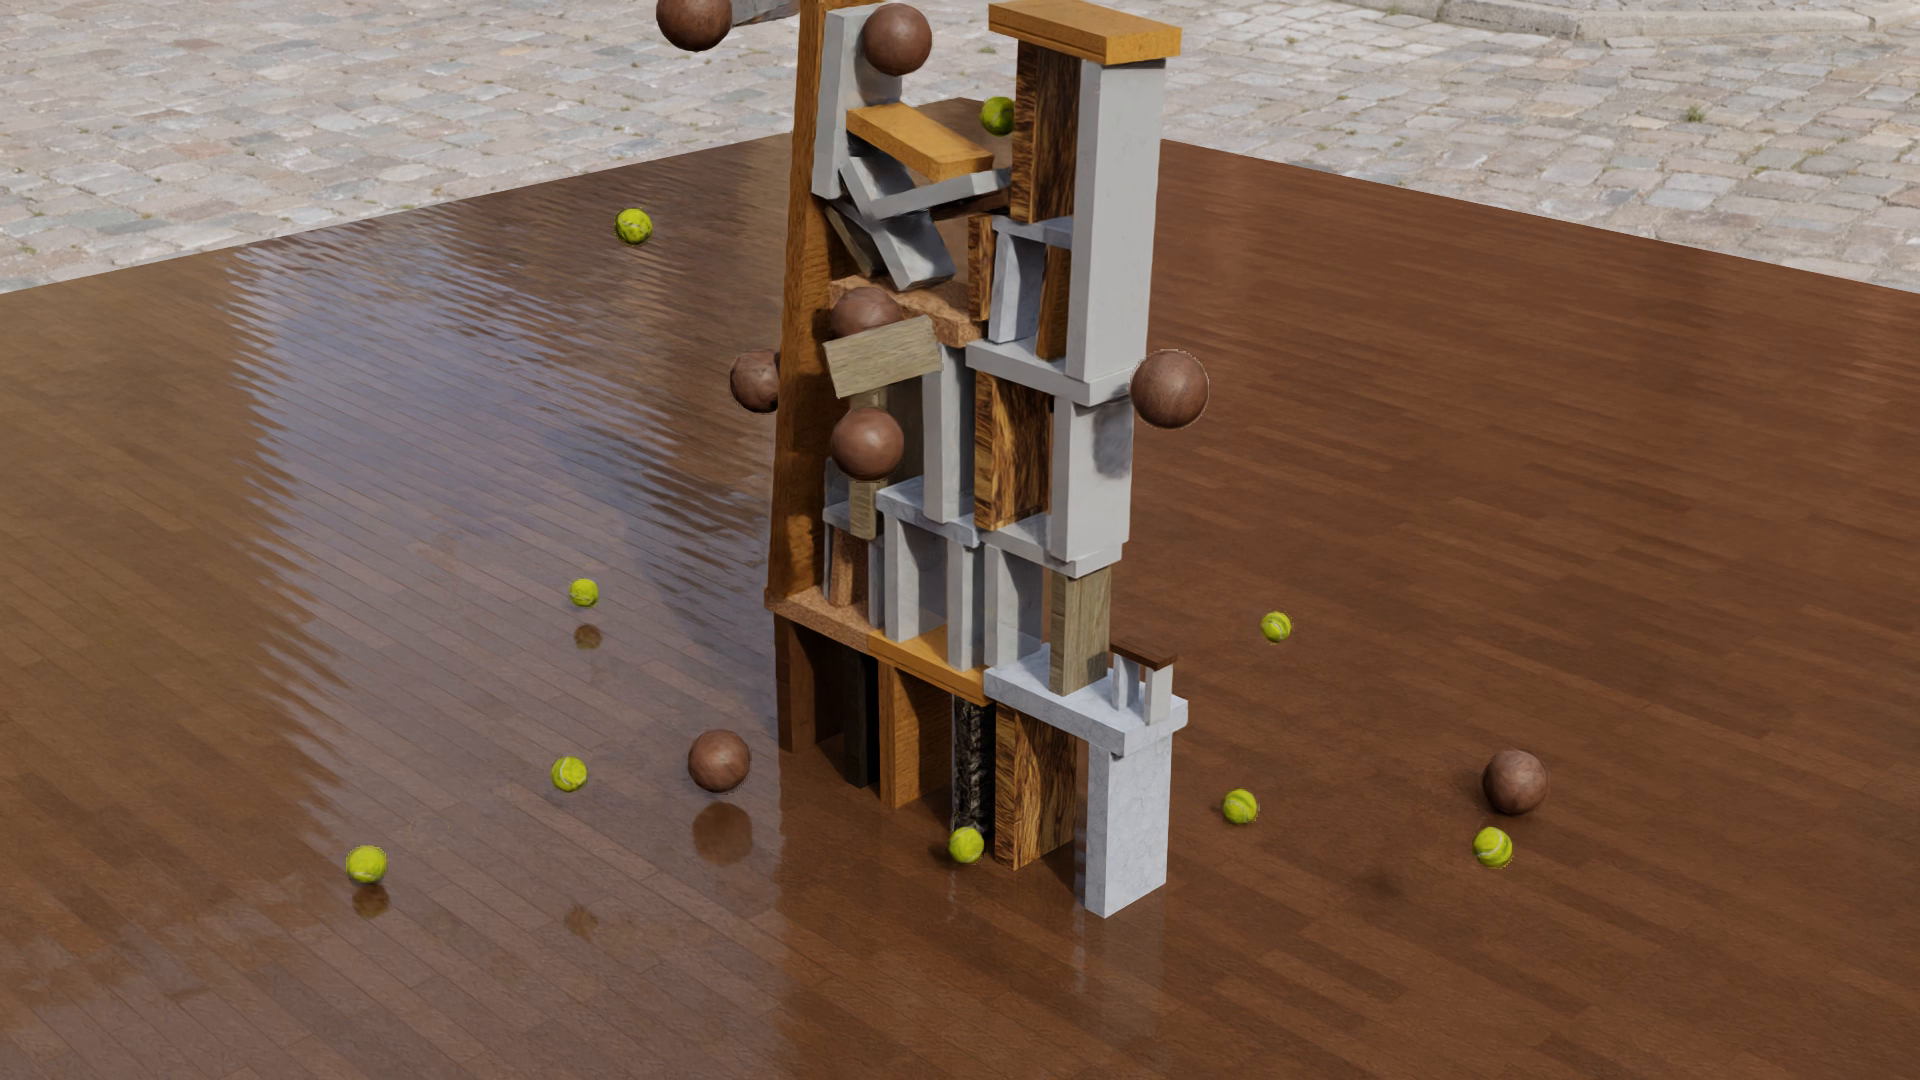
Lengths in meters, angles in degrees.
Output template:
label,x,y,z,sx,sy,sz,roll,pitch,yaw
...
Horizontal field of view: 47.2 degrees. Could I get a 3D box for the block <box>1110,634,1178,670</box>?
label,x,y,z,sx,sy,sz,roll,pitch,yaw
block,0.330,0.201,3.947,0.056,0.016,0.112,-21,31,-40

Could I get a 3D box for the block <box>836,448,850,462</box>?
label,x,y,z,sx,sy,sz,roll,pitch,yaw
block,-0.189,-0.177,4.423,0.105,0.015,0.053,-11,20,-29

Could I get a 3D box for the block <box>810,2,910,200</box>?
label,x,y,z,sx,sy,sz,roll,pitch,yaw
block,-0.187,-0.821,4.105,0.049,0.344,0.172,27,33,34

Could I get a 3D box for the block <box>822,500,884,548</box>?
label,x,y,z,sx,sy,sz,roll,pitch,yaw
block,-0.182,-0.036,4.409,0.091,0.026,0.182,-21,32,-40

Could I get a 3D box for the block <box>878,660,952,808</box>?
label,x,y,z,sx,sy,sz,roll,pitch,yaw
block,-0.090,0.370,4.476,0.046,0.322,0.161,21,31,41

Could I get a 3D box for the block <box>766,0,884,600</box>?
label,x,y,z,sx,sy,sz,roll,pitch,yaw
block,-0.270,-0.458,4.329,0.049,1.237,0.172,26,34,34

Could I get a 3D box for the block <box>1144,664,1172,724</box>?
label,x,y,z,sx,sy,sz,roll,pitch,yaw
block,0.356,0.271,3.948,0.056,0.112,0.016,-21,32,-40

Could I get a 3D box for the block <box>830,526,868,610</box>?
label,x,y,z,sx,sy,sz,roll,pitch,yaw
block,-0.218,0.045,4.488,0.091,0.182,0.026,-20,37,-39

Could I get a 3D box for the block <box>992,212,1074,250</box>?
label,x,y,z,sx,sy,sz,roll,pitch,yaw
block,0.163,-0.544,3.844,0.199,0.028,0.099,21,27,40

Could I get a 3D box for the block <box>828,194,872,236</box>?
label,x,y,z,sx,sy,sz,roll,pitch,yaw
block,-0.166,-0.616,4.172,0.159,0.023,0.080,40,37,18

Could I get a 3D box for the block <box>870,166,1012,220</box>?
label,x,y,z,sx,sy,sz,roll,pitch,yaw
block,-0.024,-0.627,3.977,0.263,0.037,0.131,-6,9,46

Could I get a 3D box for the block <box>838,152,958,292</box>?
label,x,y,z,sx,sy,sz,roll,pitch,yaw
block,-0.115,-0.598,4.111,0.131,0.263,0.037,-19,-9,-46

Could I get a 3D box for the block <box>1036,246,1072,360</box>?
label,x,y,z,sx,sy,sz,roll,pitch,yaw
block,0.190,-0.422,3.849,0.099,0.199,0.028,-17,34,-41

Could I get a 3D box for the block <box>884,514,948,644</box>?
label,x,y,z,sx,sy,sz,roll,pitch,yaw
block,-0.087,0.058,4.339,0.134,0.268,0.038,-21,31,-40

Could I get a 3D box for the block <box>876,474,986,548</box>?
label,x,y,z,sx,sy,sz,roll,pitch,yaw
block,-0.022,-0.058,4.217,0.134,0.038,0.268,-21,31,-40

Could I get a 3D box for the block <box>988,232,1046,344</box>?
label,x,y,z,sx,sy,sz,roll,pitch,yaw
block,0.103,-0.459,3.934,0.099,0.199,0.028,-17,32,-42

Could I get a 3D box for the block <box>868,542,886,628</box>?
label,x,y,z,sx,sy,sz,roll,pitch,yaw
block,-0.141,0.078,4.412,0.091,0.182,0.026,-21,31,-40

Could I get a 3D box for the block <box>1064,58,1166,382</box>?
label,x,y,z,sx,sy,sz,roll,pitch,yaw
block,0.261,-0.545,3.707,0.158,0.543,0.045,-21,33,-40

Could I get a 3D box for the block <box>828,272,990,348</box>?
label,x,y,z,sx,sy,sz,roll,pitch,yaw
block,-0.062,-0.439,4.104,0.175,0.050,0.351,-21,31,-40

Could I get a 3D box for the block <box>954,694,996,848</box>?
label,x,y,z,sx,sy,sz,roll,pitch,yaw
block,0.062,0.430,4.335,0.046,0.322,0.161,21,31,41

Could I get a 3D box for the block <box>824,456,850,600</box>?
label,x,y,z,sx,sy,sz,roll,pitch,yaw
block,-0.252,-0.027,4.491,0.053,0.313,0.015,-21,34,-40

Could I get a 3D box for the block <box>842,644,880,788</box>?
label,x,y,z,sx,sy,sz,roll,pitch,yaw
block,-0.167,0.340,4.552,0.045,0.319,0.159,21,31,41

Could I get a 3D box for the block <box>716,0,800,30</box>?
label,x,y,z,sx,sy,sz,roll,pitch,yaw
block,-0.289,-1.035,4.133,0.172,0.049,0.344,-23,11,-39

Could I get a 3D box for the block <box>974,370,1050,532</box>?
label,x,y,z,sx,sy,sz,roll,pitch,yaw
block,0.097,-0.182,4.046,0.152,0.304,0.043,-21,31,-40

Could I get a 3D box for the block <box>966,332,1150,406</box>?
label,x,y,z,sx,sy,sz,roll,pitch,yaw
block,0.170,-0.311,3.907,0.152,0.043,0.304,-21,31,-40

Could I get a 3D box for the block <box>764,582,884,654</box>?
label,x,y,z,sx,sy,sz,roll,pitch,yaw
block,-0.241,0.143,4.549,0.159,0.045,0.319,-21,31,-41

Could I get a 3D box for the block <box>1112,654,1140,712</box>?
label,x,y,z,sx,sy,sz,roll,pitch,yaw
block,0.302,0.250,3.997,0.016,0.112,0.056,21,31,41

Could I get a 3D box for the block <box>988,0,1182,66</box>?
label,x,y,z,sx,sy,sz,roll,pitch,yaw
block,0.205,-0.852,3.668,0.158,0.045,0.316,-15,29,-33

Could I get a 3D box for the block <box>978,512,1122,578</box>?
label,x,y,z,sx,sy,sz,roll,pitch,yaw
block,0.165,0.002,4.048,0.123,0.035,0.247,-21,31,-40

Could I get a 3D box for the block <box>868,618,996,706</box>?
label,x,y,z,sx,sy,sz,roll,pitch,yaw
block,-0.013,0.230,4.334,0.161,0.046,0.322,-21,31,-40

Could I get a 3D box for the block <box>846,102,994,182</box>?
label,x,y,z,sx,sy,sz,roll,pitch,yaw
block,-0.075,-0.729,4.023,0.131,0.037,0.263,-18,41,-39

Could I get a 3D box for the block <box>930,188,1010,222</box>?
label,x,y,z,sx,sy,sz,roll,pitch,yaw
block,0.044,-0.603,3.927,0.094,0.027,0.189,-18,9,-42

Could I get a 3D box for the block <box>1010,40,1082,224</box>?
label,x,y,z,sx,sy,sz,roll,pitch,yaw
block,0.162,-0.720,3.823,0.045,0.316,0.158,19,27,38

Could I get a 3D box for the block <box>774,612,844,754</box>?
label,x,y,z,sx,sy,sz,roll,pitch,yaw
block,-0.316,0.281,4.689,0.159,0.319,0.045,-21,31,-40

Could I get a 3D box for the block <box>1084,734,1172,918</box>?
label,x,y,z,sx,sy,sz,roll,pitch,yaw
block,0.314,0.512,4.103,0.050,0.353,0.176,21,31,41

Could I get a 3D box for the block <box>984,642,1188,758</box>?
label,x,y,z,sx,sy,sz,roll,pitch,yaw
block,0.231,0.294,4.101,0.353,0.050,0.176,21,31,41

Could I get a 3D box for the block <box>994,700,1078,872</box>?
label,x,y,z,sx,sy,sz,roll,pitch,yaw
block,0.148,0.447,4.256,0.050,0.353,0.176,21,31,41

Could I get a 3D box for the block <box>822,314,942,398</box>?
label,x,y,z,sx,sy,sz,roll,pitch,yaw
block,-0.133,-0.315,3.775,0.189,0.095,0.027,-17,23,-9

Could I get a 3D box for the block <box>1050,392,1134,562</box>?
label,x,y,z,sx,sy,sz,roll,pitch,yaw
block,0.236,-0.125,3.914,0.152,0.304,0.043,-18,29,-36

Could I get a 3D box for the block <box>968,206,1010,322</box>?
label,x,y,z,sx,sy,sz,roll,pitch,yaw
block,0.058,-0.493,3.924,0.027,0.189,0.094,20,30,40

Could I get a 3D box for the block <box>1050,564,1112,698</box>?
label,x,y,z,sx,sy,sz,roll,pitch,yaw
block,0.222,0.154,4.050,0.123,0.247,0.035,-21,31,-40

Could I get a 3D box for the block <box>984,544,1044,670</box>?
label,x,y,z,sx,sy,sz,roll,pitch,yaw
block,0.102,0.109,4.156,0.035,0.247,0.123,21,31,40

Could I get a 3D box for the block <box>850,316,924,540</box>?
label,x,y,z,sx,sy,sz,roll,pitch,yaw
block,-0.139,-0.240,4.281,0.050,0.454,0.175,18,29,32

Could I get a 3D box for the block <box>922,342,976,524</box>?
label,x,y,z,sx,sy,sz,roll,pitch,yaw
block,0.012,-0.223,4.108,0.175,0.351,0.050,-21,31,-40

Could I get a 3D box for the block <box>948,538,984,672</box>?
label,x,y,z,sx,sy,sz,roll,pitch,yaw
block,0.038,0.107,4.221,0.134,0.268,0.038,-22,32,-40

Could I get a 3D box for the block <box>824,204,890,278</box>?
label,x,y,z,sx,sy,sz,roll,pitch,yaw
block,-0.186,-0.576,4.192,0.080,0.023,0.159,-21,75,-46
